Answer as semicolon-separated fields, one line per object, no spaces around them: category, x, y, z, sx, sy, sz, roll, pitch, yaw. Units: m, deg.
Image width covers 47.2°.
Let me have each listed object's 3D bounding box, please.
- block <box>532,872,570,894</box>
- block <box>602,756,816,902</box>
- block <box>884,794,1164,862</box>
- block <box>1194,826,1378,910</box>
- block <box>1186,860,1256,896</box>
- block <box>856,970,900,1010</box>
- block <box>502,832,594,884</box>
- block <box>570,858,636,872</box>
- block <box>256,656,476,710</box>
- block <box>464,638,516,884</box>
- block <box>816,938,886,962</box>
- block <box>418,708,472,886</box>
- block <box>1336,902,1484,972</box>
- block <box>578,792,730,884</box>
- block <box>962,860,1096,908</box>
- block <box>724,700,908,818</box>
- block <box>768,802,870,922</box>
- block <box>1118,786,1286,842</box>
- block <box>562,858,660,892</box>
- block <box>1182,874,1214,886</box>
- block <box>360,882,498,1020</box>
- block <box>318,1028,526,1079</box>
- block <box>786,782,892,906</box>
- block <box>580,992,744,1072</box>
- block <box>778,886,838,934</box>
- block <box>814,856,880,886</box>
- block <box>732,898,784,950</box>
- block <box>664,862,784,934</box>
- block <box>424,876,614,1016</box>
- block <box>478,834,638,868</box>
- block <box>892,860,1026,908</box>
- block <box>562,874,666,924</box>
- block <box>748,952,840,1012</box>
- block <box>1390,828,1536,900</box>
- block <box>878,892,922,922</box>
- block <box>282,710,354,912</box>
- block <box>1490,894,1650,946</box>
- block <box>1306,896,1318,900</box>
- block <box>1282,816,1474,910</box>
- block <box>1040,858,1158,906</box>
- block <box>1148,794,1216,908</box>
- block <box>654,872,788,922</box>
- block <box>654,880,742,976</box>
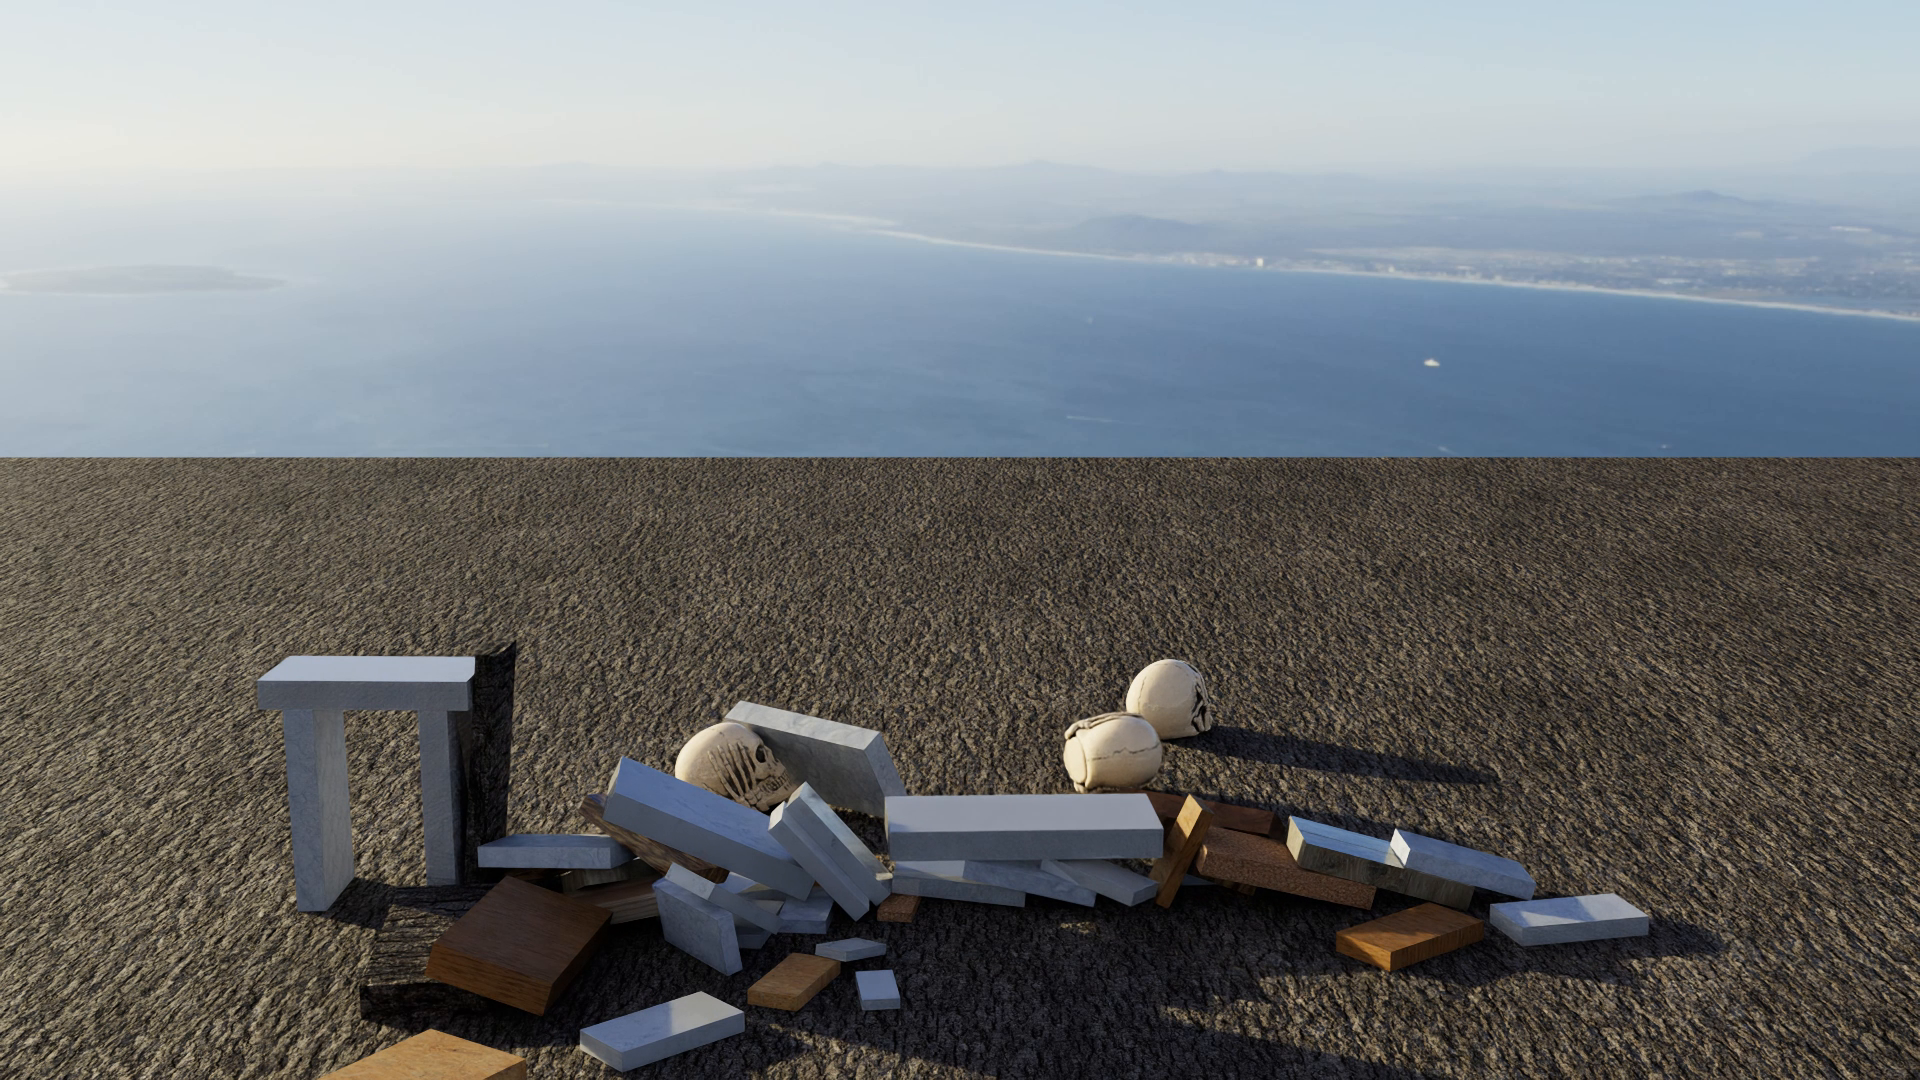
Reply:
block;-0.680;0.574;3.692;0.162;0.023;0.081;-1;11;-4
block;-0.407;0.473;3.616;0.355;0.050;0.177;24;10;-10
block;0.102;0.478;3.669;0.448;0.050;0.177;0;12;-5
block;0.527;0.537;3.632;0.290;0.041;0.145;13;10;-7
block;0.432;0.554;3.694;0.138;0.020;0.069;18;17;7
block;-0.122;0.662;3.237;0.056;0.016;0.112;-1;11;-8
block;-0.683;0.536;3.677;0.162;0.023;0.081;-15;16;-15
block;-0.581;0.544;3.726;0.162;0.023;0.081;-5;12;-25
block;-0.955;0.234;3.604;0.337;0.048;0.169;0;11;1
block;-0.777;0.381;3.635;0.034;0.422;0.118;6;11;4
block;-0.166;0.626;3.364;0.056;0.016;0.112;6;0;31
block;-0.840;0.424;3.638;0.048;0.338;0.169;0;11;4
block;0.703;0.618;3.433;0.219;0.031;0.109;-8;13;-37
block;-0.495;0.486;3.575;0.237;0.034;0.118;31;11;26
block;0.117;0.550;3.634;0.220;0.031;0.110;12;11;2
block;-0.269;0.413;4.133;0.355;0.177;0.050;8;43;38
block;-0.228;0.521;3.568;0.029;0.206;0.103;-42;9;5
block;0.428;0.499;3.823;0.290;0.041;0.145;6;-27;31
block;-0.534;0.549;3.632;0.221;0.031;0.110;-4;-15;-30
block;0.403;0.560;3.777;0.069;0.020;0.138;-1;11;-5
block;-0.794;0.621;3.361;0.178;0.050;0.423;-1;11;-7
block;-0.744;0.726;2.801;0.178;0.050;0.356;7;13;33
block;-0.197;0.500;3.629;0.031;0.220;0.110;-42;3;5
block;-0.415;0.686;3.074;0.206;0.029;0.103;-9;14;-41
block;-0.245;0.598;3.563;0.079;0.022;0.158;1;11;5
block;-0.251;0.560;3.749;0.206;0.029;0.103;3;11;15
block;-0.336;0.610;3.500;0.079;0.022;0.158;2;11;10
block;-0.361;0.553;3.385;0.095;0.027;0.190;19;-14;37
block;-0.650;0.599;3.277;0.178;0.050;0.356;18;8;3
block;-0.652;0.508;3.591;0.237;0.034;0.118;-2;2;17
block;0.001;0.566;3.660;0.220;0.031;0.110;6;11;2
block;-0.556;0.581;3.516;0.220;0.031;0.110;-11;11;-1
block;-0.245;0.654;3.261;0.079;0.022;0.157;4;11;20
block;0.832;0.537;3.641;0.219;0.031;0.109;15;10;-4
block;-0.099;0.596;3.592;0.056;0.016;0.112;1;11;7
block;-1.059;0.424;3.637;0.048;0.338;0.169;-1;11;0
block;0.970;0.605;3.505;0.219;0.031;0.109;-2;11;-13
block;0.533;0.564;3.665;0.138;0.020;0.069;13;10;-3
block;0.691;0.534;3.643;0.290;0.041;0.145;15;10;-5
block;0.229;0.550;3.606;0.174;0.025;0.087;18;13;30
block;0.361;0.513;3.628;0.025;0.174;0.087;24;6;-11
block;-0.404;0.582;3.624;0.221;0.031;0.110;-4;11;-20
block;-0.403;0.594;3.377;0.027;0.095;0.190;-20;20;-33
